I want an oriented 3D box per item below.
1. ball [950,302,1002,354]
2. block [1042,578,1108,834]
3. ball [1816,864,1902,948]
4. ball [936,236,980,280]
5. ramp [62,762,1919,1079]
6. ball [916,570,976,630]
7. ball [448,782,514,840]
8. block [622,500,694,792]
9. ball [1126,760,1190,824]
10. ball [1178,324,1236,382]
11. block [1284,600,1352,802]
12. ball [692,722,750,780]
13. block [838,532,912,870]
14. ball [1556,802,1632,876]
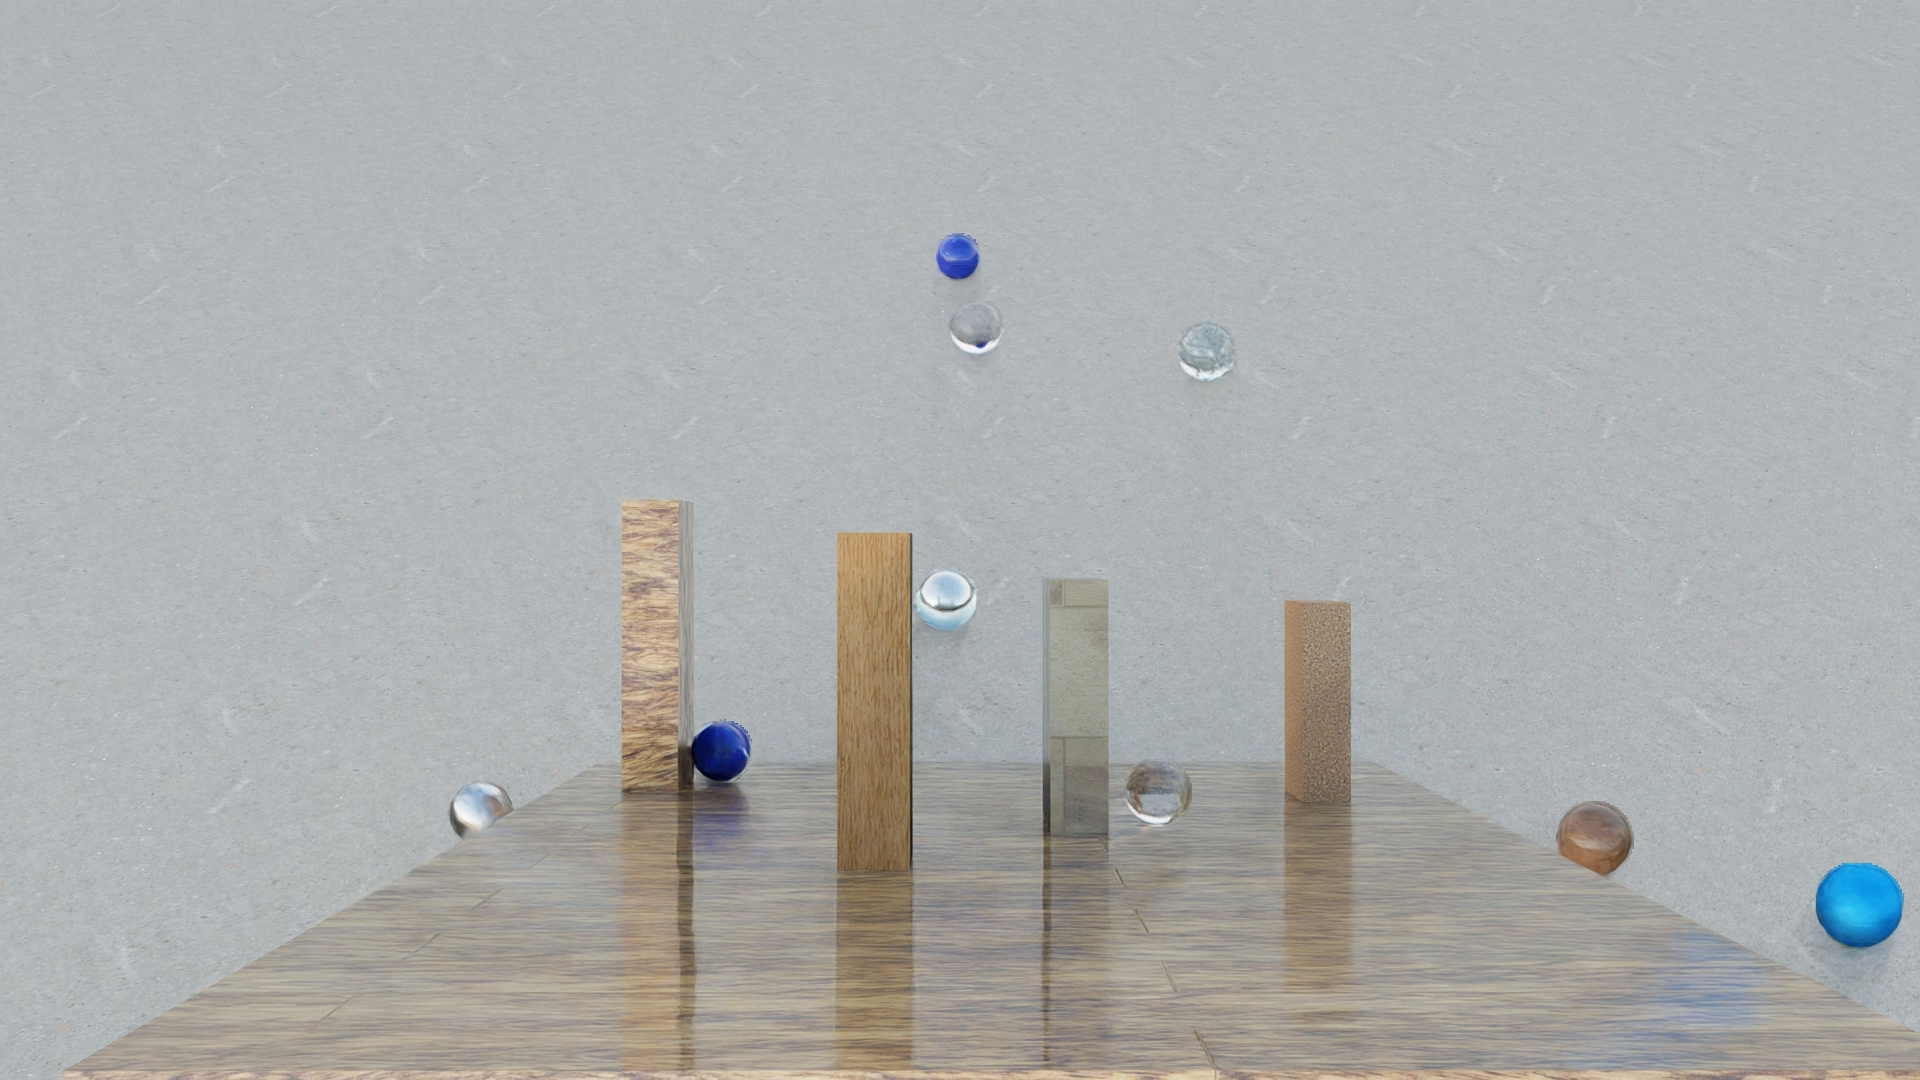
[{"bbox_3d":[0.057,-0.724,8.842,0.181,0.181,0.181,0,31,0],"label":"ball"},{"bbox_3d":[0.229,0.321,5.196,0.112,0.486,0.445,0,0,0],"label":"block"},{"bbox_3d":[2.140,0.869,6.164,0.197,0.197,0.197,0,31,0],"label":"ball"},{"bbox_3d":[-0.008,-1.023,9.362,0.157,0.157,0.157,0,31,0],"label":"ball"},{"bbox_3d":[0.069,0.612,4.684,2.000,0.100,4.000,0,0,0],"label":"ramp"},{"bbox_3d":[-0.039,0.171,7.354,0.172,0.172,0.172,0,31,0],"label":"ball"},{"bbox_3d":[-1.146,0.654,6.199,0.153,0.153,0.153,0,31,0],"label":"ball"},{"bbox_3d":[-0.700,0.240,6.013,0.128,0.660,0.337,0,0,0],"label":"block"},{"bbox_3d":[0.392,0.500,5.134,0.128,0.128,0.128,0,31,0],"label":"ball"},{"bbox_3d":[0.826,-0.629,8.670,0.193,0.193,0.193,0,31,0],"label":"ball"},{"bbox_3d":[0.793,0.352,5.752,0.104,0.431,0.312,0,0,0],"label":"block"},{"bbox_3d":[-0.566,0.500,6.132,0.140,0.140,0.140,0,31,0],"label":"ball"},{"bbox_3d":[-0.147,0.274,4.524,0.124,0.573,0.254,0,0,0],"label":"block"},{"bbox_3d":[1.566,0.739,6.398,0.181,0.181,0.181,0,31,0],"label":"ball"}]
